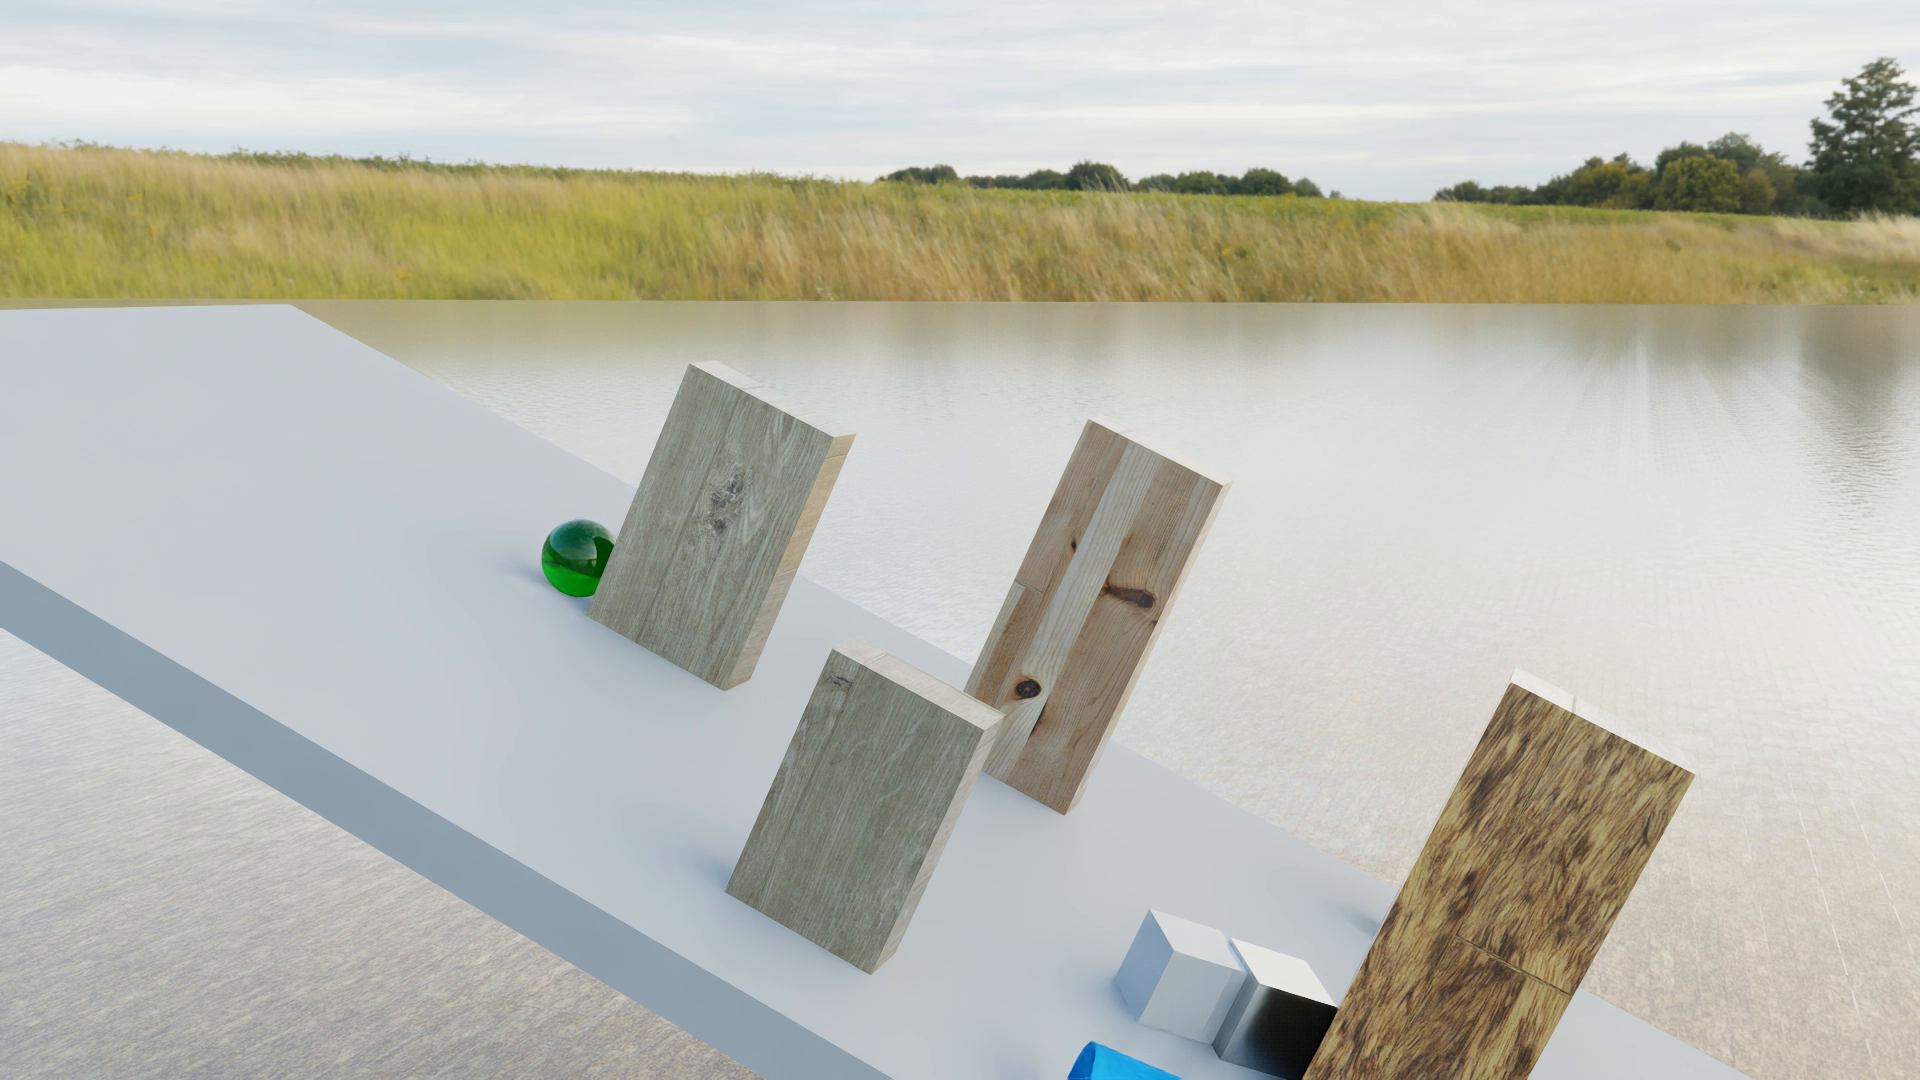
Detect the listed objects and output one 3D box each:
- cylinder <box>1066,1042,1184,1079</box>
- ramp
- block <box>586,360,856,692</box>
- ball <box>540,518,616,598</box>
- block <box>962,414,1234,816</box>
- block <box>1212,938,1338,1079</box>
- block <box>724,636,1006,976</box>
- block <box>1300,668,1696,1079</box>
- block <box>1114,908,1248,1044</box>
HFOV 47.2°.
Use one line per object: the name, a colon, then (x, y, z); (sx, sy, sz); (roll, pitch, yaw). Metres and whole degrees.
cylinder: (0.231, 0.814, 3.121); (0.155, 0.155, 0.155); (23, 6, -4)
ramp: (-0.268, 0.459, 4.173); (4.000, 0.100, 2.000); (27, 14, 12)
block: (-0.469, -0.029, 4.296); (0.324, 0.549, 0.127); (27, 14, 12)
ball: (-0.756, 0.035, 4.393); (0.159, 0.159, 0.159); (0, 7, 0)
block: (0.249, 0.151, 4.425); (0.296, 0.744, 0.123); (27, 14, 12)
block: (0.512, 0.791, 3.707); (0.151, 0.151, 0.151); (20, 14, -18)
block: (-0.148, 0.410, 3.413); (0.266, 0.434, 0.120); (27, 14, 12)
block: (0.837, 0.630, 3.498); (0.302, 0.795, 0.139); (27, 14, 12)
block: (0.371, 0.734, 3.700); (0.142, 0.142, 0.142); (20, 14, -18)
